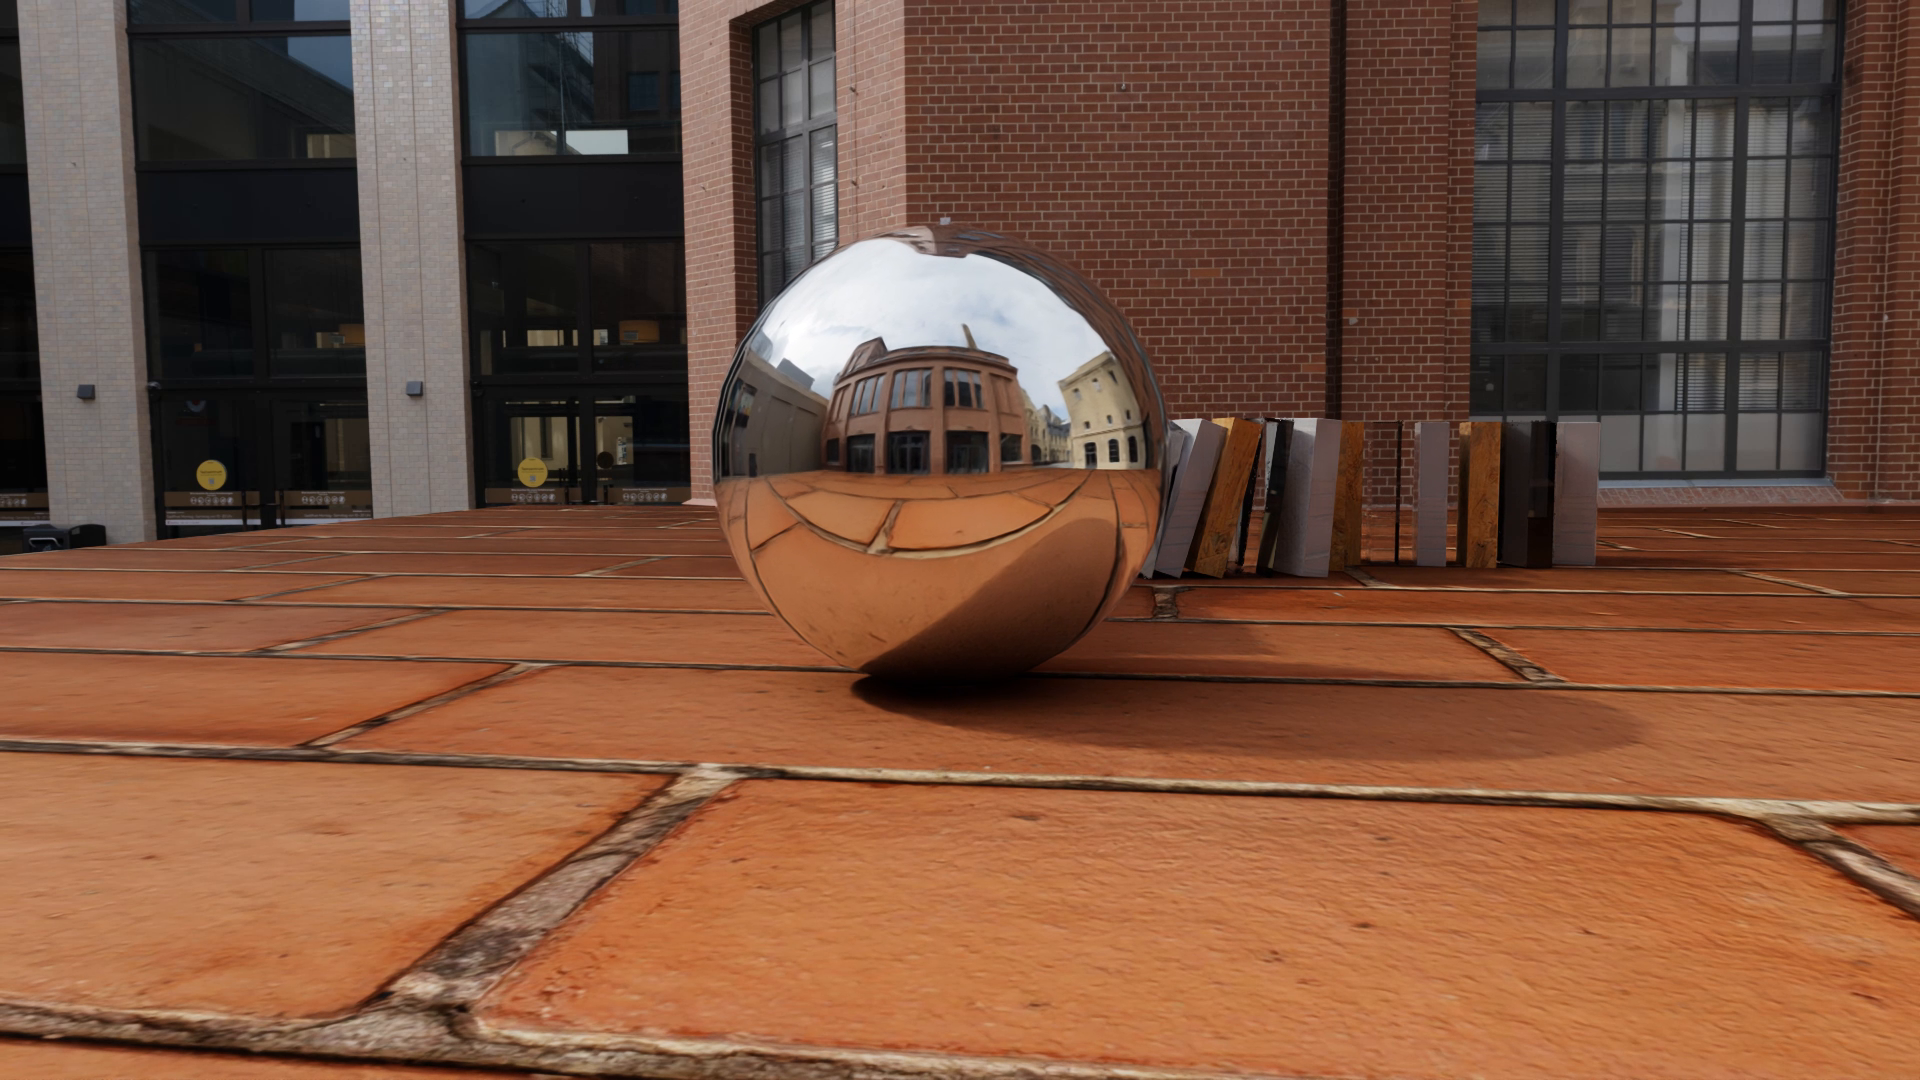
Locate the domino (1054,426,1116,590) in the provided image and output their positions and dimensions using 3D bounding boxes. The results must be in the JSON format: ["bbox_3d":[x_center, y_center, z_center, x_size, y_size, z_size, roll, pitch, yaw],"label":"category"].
[{"bbox_3d":[0.029,-0.010,0.383,0.025,0.050,0.009,2,-26,28],"label":"domino"}]

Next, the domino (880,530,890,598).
[{"bbox_3d":[-0.005,-0.008,0.347,0.025,0.050,0.010,1,-21,15],"label":"domino"}]

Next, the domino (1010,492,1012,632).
[{"bbox_3d":[-0.001,-0.003,0.282,0.025,0.050,0.010,0,-20,2],"label":"domino"}]

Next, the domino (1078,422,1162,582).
[{"bbox_3d":[0.045,-0.012,0.403,0.025,0.050,0.010,3,-20,32],"label":"domino"}]

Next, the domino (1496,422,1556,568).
[{"bbox_3d":[0.196,-0.016,0.449,0.009,0.050,0.025,-1,4,-10],"label":"domino"}]

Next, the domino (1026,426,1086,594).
[{"bbox_3d":[0.019,-0.010,0.376,0.025,0.050,0.009,2,-26,27],"label":"domino"}]

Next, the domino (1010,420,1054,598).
[{"bbox_3d":[0.010,-0.009,0.366,0.025,0.050,0.010,2,-21,26],"label":"domino"}]

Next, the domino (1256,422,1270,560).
[{"bbox_3d":[0.120,-0.017,0.462,0.009,0.050,0.025,-3,5,-39],"label":"domino"}]

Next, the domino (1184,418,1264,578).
[{"bbox_3d":[0.084,-0.014,0.417,0.009,0.050,0.025,14,3,-5],"label":"domino"}]

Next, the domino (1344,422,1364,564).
[{"bbox_3d":[0.137,-0.017,0.463,0.010,0.050,0.025,0,4,3],"label":"domino"}]

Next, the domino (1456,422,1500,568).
[{"bbox_3d":[0.182,-0.016,0.452,0.009,0.050,0.025,1,4,13],"label":"domino"}]

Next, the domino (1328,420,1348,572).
[{"bbox_3d":[0.117,-0.015,0.434,0.025,0.050,0.010,1,3,17],"label":"domino"}]

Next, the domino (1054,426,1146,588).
[{"bbox_3d":[0.038,-0.011,0.392,0.025,0.050,0.010,3,-25,32],"label":"domino"}]

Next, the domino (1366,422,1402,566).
[{"bbox_3d":[0.152,-0.017,0.460,0.009,0.050,0.025,1,4,14],"label":"domino"}]

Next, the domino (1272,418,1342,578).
[{"bbox_3d":[0.110,-0.014,0.417,0.009,0.050,0.025,3,4,-20],"label":"domino"}]

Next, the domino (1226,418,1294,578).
[{"bbox_3d":[0.096,-0.014,0.417,0.009,0.050,0.025,7,4,-5],"label":"domino"}]

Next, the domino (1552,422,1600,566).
[{"bbox_3d":[0.213,-0.017,0.456,0.025,0.050,0.010,2,5,29],"label":"domino"}]

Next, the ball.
[{"bbox_3d":[-0.003,-0.014,0.225,0.080,0.080,0.080,0,4,0],"label":"ball"}]

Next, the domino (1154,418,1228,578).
[{"bbox_3d":[0.070,-0.014,0.417,0.010,0.050,0.025,18,0,-15],"label":"domino"}]

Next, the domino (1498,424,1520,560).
[{"bbox_3d":[0.213,-0.018,0.471,0.025,0.050,0.009,0,4,-1],"label":"domino"}]

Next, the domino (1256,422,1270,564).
[{"bbox_3d":[0.117,-0.016,0.446,0.025,0.050,0.009,1,4,8],"label":"domino"}]

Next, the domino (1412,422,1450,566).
[{"bbox_3d":[0.167,-0.017,0.456,0.010,0.050,0.025,1,4,15],"label":"domino"}]

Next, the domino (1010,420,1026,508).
[{"bbox_3d":[0.001,-0.009,0.358,0.025,0.050,0.010,2,-20,25],"label":"domino"}]

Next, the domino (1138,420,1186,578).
[{"bbox_3d":[0.054,-0.014,0.414,0.025,0.050,0.009,3,-16,44],"label":"domino"}]

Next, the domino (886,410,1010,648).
[{"bbox_3d":[-0.002,-0.003,0.272,0.025,0.050,0.009,0,-20,2],"label":"domino"}]

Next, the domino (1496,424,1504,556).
[{"bbox_3d":[0.212,-0.019,0.487,0.025,0.050,0.010,0,4,-7],"label":"domino"}]
